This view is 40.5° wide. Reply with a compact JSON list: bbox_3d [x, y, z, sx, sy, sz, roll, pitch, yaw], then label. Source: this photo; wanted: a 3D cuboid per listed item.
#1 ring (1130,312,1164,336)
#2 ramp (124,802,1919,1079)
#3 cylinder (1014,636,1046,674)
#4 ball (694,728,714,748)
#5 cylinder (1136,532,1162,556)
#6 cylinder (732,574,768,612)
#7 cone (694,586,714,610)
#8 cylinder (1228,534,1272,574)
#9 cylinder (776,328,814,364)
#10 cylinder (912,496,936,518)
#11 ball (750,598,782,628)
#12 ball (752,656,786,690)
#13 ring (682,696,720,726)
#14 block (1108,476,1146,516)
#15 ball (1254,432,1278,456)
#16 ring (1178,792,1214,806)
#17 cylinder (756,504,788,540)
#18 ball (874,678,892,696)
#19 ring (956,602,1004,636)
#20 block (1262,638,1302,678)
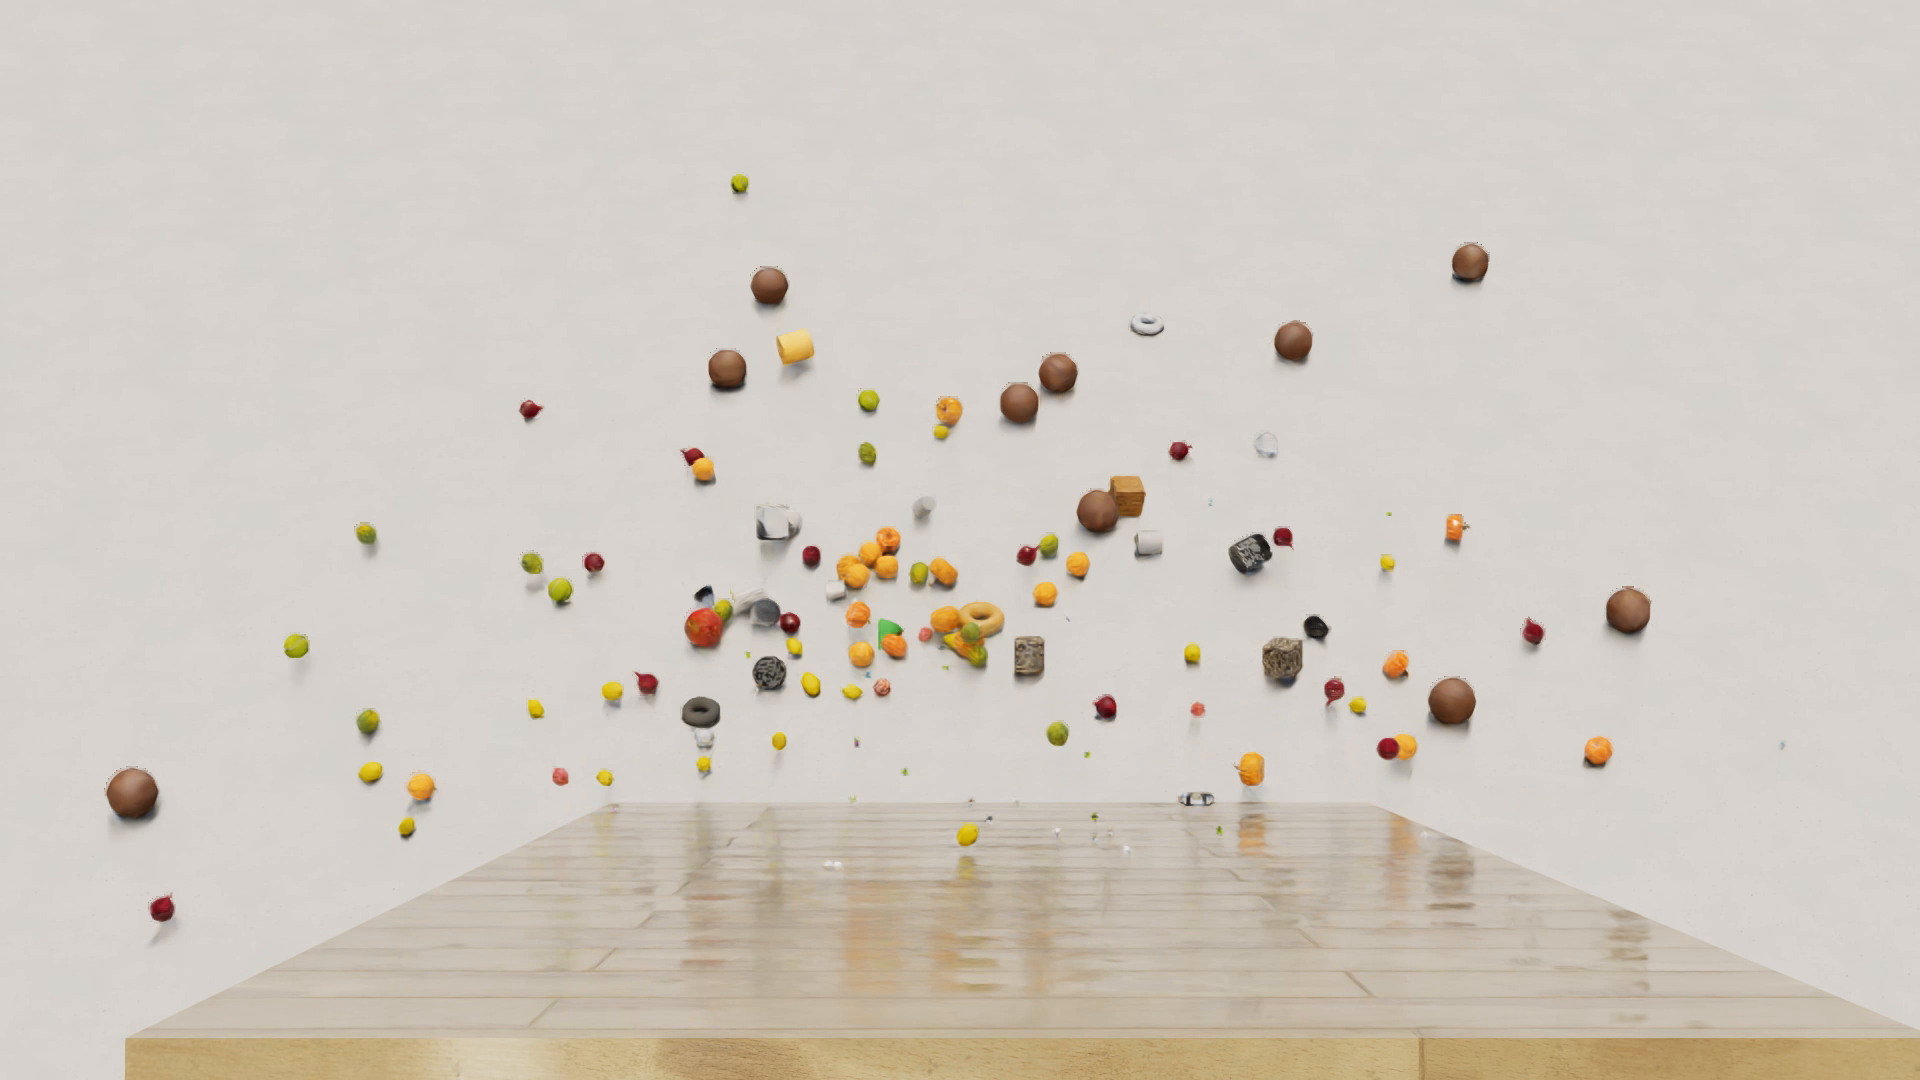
[{"bbox_3d":[0.647,-0.745,8.969,0.117,0.039,0.117,3,36,-2],"label":"ring"},{"bbox_3d":[0.079,0.671,4.865,2.000,0.100,4.000,0,-2,0],"label":"ramp"},{"bbox_3d":[0.198,0.328,7.410,0.089,0.089,0.089,-1,15,0],"label":"cylinder"},{"bbox_3d":[-0.705,0.545,7.163,0.052,0.052,0.052,0,36,0],"label":"ball"},{"bbox_3d":[0.572,0.011,7.890,0.070,0.070,0.070,-3,36,-5],"label":"cylinder"},{"bbox_3d":[-0.616,0.158,7.643,0.088,0.088,0.088,-20,38,-3],"label":"cylinder"},{"bbox_3d":[-0.743,0.181,7.688,0.067,0.067,0.067,-28,78,-33],"label":"cone"},{"bbox_3d":[0.871,0.039,7.803,0.091,0.091,0.091,-26,43,-20],"label":"cylinder"},{"bbox_3d":[-0.554,-0.649,8.719,0.099,0.099,0.099,-18,39,-14],"label":"cylinder"},{"bbox_3d":[-0.112,-0.104,8.019,0.053,0.053,0.053,20,57,-33],"label":"cylinder"},{"bbox_3d":[-0.567,0.215,7.590,0.090,0.090,0.090,0,36,0],"label":"ball"},{"bbox_3d":[-0.540,0.376,7.359,0.097,0.097,0.097,0,36,0],"label":"ball"},{"bbox_3d":[-0.724,0.480,7.268,0.110,0.037,0.110,0,37,0],"label":"ring"},{"bbox_3d":[0.517,-0.135,8.068,0.090,0.090,0.090,1,35,-11],"label":"block"},{"bbox_3d":[0.983,-0.308,8.332,0.075,0.075,0.075,0,36,0],"label":"ball"},{"bbox_3d":[0.617,0.675,6.772,0.095,0.032,0.095,1,-1,0],"label":"ring"},{"bbox_3d":[-0.569,-0.054,7.878,0.095,0.095,0.095,1,9,0],"label":"cylinder"},{"bbox_3d":[-0.220,0.415,7.345,0.050,0.050,0.050,0,36,0],"label":"ball"},{"bbox_3d":[0.060,0.231,7.605,0.142,0.047,0.142,1,33,0],"label":"ring"},{"bbox_3d":[0.918,0.335,7.386,0.086,0.086,0.086,5,19,27],"label":"block"}]
